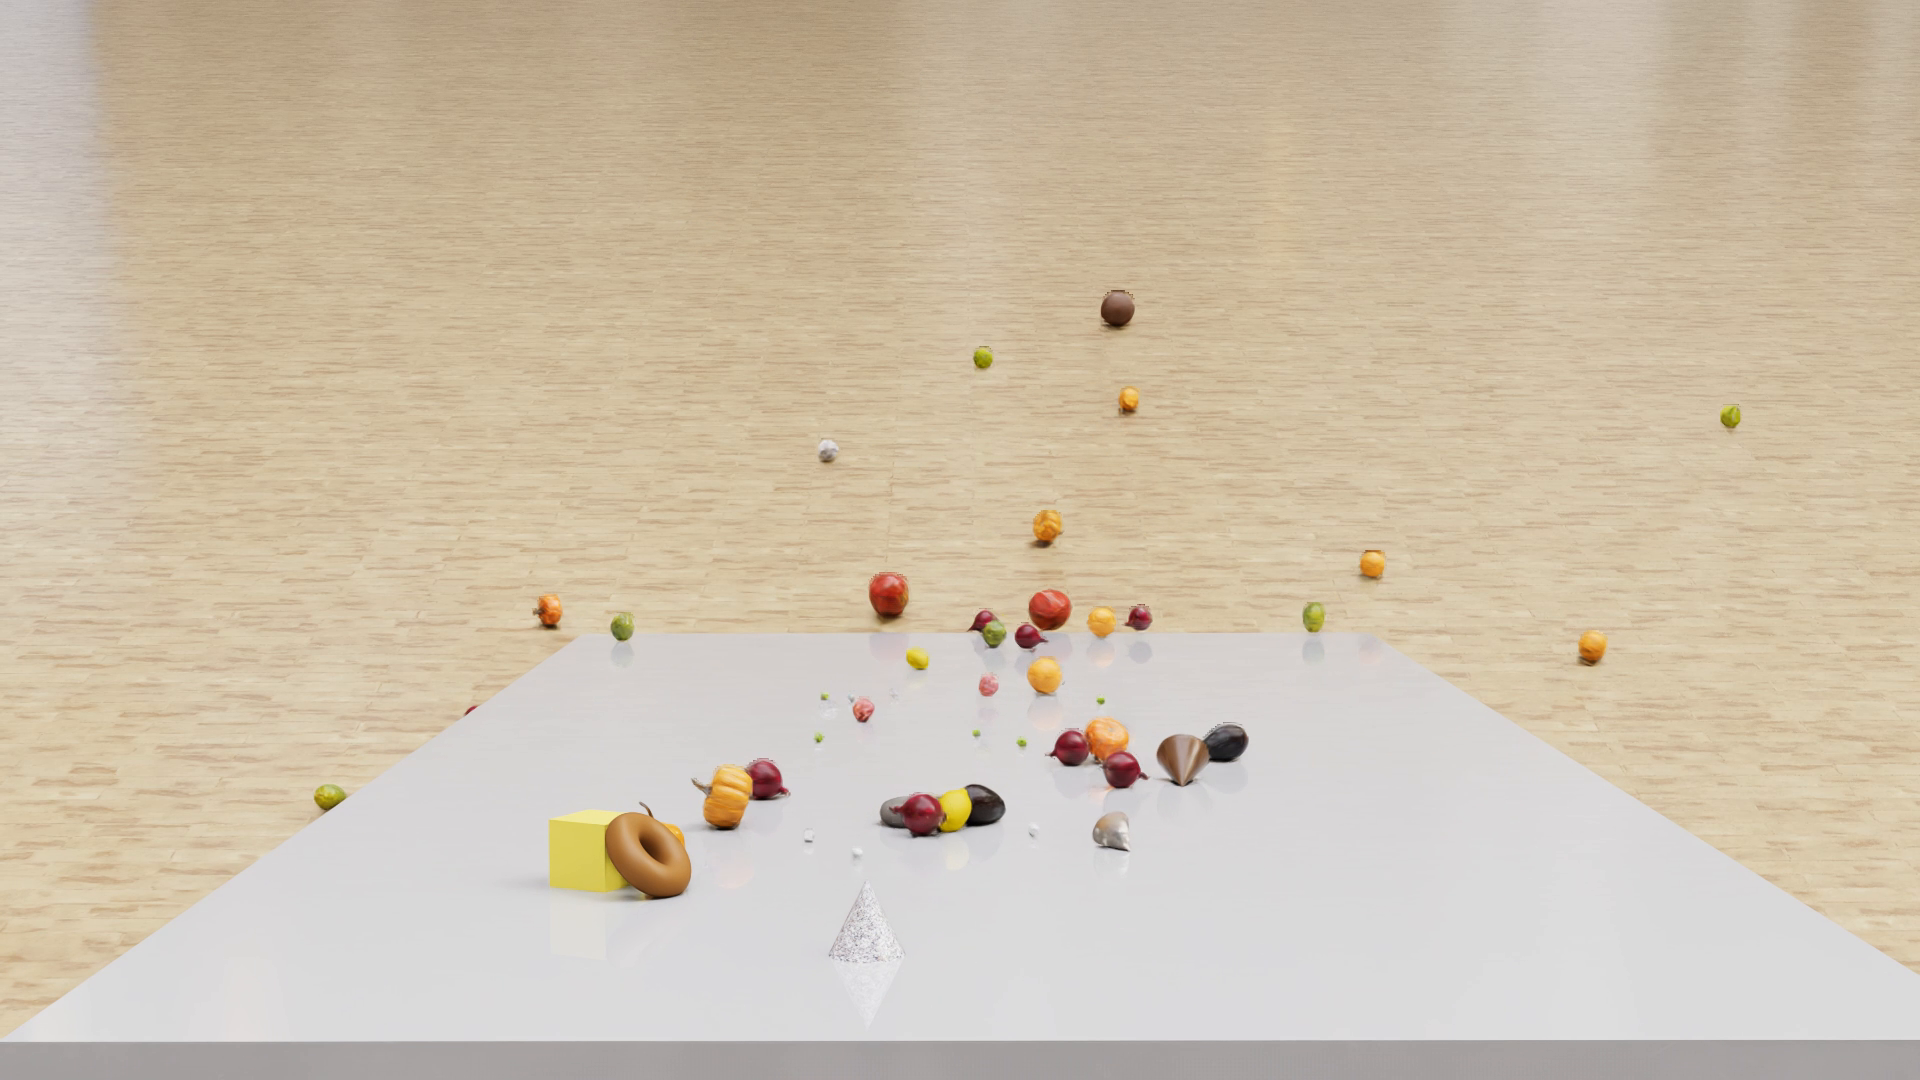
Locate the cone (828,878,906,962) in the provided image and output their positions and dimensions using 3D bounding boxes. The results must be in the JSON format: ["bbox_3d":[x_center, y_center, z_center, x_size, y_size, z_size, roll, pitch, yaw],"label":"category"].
[{"bbox_3d":[-0.105,0.426,2.912,0.088,0.088,0.088,0,4,0],"label":"cone"}]

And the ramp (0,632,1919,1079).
[{"bbox_3d":[0.046,0.416,4.535,2.000,0.100,4.000,0,4,0],"label":"ramp"}]

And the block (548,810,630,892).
[{"bbox_3d":[-0.469,0.401,3.316,0.087,0.087,0.087,2,4,28],"label":"block"}]

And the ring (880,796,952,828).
[{"bbox_3d":[-0.064,0.398,3.760,0.107,0.036,0.107,-1,4,0],"label":"ring"}]

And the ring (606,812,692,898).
[{"bbox_3d":[-0.395,0.400,3.257,0.128,0.043,0.128,39,20,-17],"label":"ring"}]

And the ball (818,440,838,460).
[{"bbox_3d":[-0.421,-0.287,8.183,0.066,0.066,0.066,0,20,0],"label":"ball"}]

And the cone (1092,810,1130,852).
[{"bbox_3d":[0.222,0.416,3.559,0.057,0.057,0.057,-9,34,-25],"label":"cone"}]
